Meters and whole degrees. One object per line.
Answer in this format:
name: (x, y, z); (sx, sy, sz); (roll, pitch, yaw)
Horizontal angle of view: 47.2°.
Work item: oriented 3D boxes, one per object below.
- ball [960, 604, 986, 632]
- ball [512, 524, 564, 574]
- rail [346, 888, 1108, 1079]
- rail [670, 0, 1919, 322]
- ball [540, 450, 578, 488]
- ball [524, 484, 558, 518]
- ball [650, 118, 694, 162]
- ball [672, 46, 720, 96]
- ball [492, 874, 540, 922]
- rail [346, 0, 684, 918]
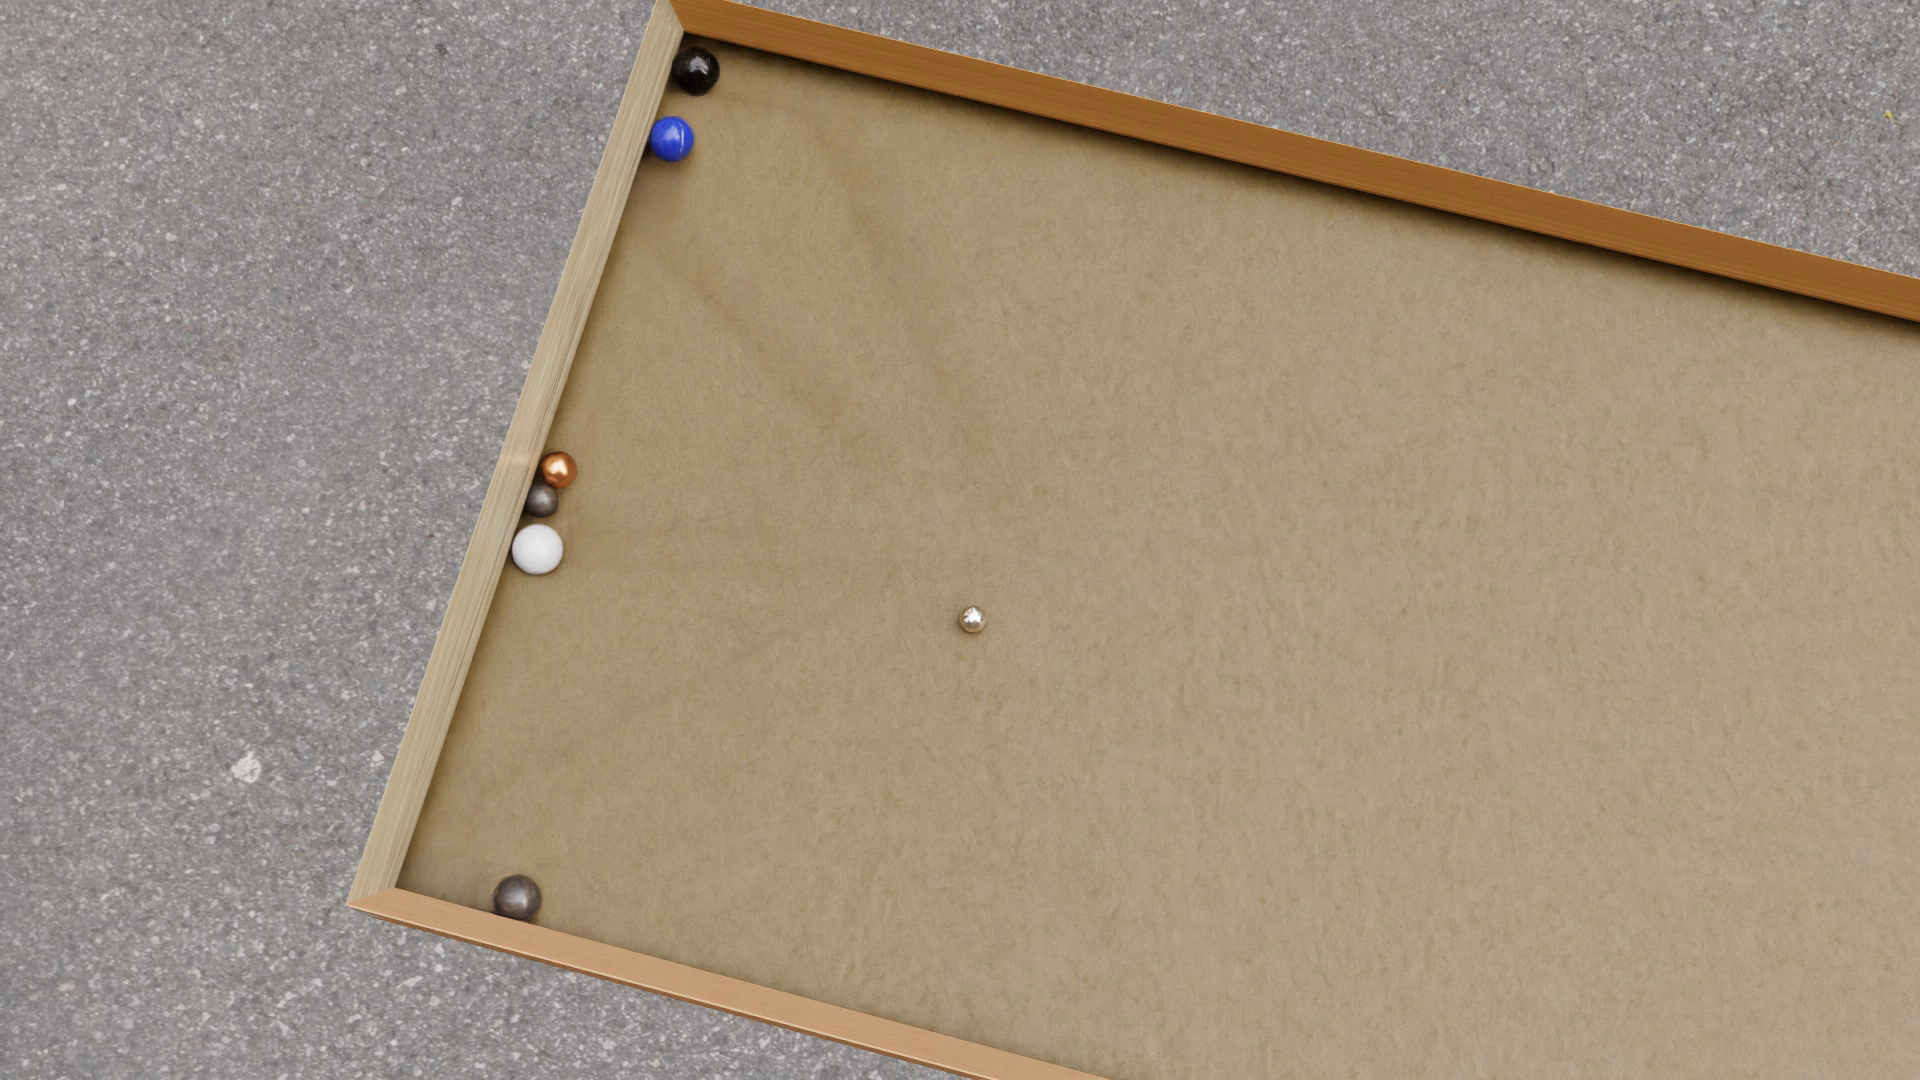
ball: (0.020, 0.120, 3.363); (0.042, 0.042, 0.042); (0, 73, 0)
ball: (-0.649, 0.014, 3.377); (0.078, 0.078, 0.078); (0, 73, 0)
rail: (0.494, 0.860, 3.101); (2.833, 0.102, 0.045); (14, 73, 4)
rail: (0.876, -0.528, 3.532); (2.833, 0.102, 0.045); (14, 73, 4)
ball: (-0.625, -0.110, 3.426); (0.058, 0.058, 0.058); (0, 73, 0)
ball: (-0.650, -0.060, 3.413); (0.054, 0.054, 0.054); (0, 73, 0)
ball: (-0.471, -0.653, 3.587); (0.072, 0.072, 0.072); (0, 73, 0)
ball: (-0.434, -0.773, 3.621); (0.078, 0.078, 0.078); (0, 73, 0)
ball: (-0.650, 0.525, 3.223); (0.069, 0.069, 0.069); (0, 73, 0)
rail: (-0.662, -0.172, 3.421); (0.045, 0.102, 1.550); (14, 73, 4)
